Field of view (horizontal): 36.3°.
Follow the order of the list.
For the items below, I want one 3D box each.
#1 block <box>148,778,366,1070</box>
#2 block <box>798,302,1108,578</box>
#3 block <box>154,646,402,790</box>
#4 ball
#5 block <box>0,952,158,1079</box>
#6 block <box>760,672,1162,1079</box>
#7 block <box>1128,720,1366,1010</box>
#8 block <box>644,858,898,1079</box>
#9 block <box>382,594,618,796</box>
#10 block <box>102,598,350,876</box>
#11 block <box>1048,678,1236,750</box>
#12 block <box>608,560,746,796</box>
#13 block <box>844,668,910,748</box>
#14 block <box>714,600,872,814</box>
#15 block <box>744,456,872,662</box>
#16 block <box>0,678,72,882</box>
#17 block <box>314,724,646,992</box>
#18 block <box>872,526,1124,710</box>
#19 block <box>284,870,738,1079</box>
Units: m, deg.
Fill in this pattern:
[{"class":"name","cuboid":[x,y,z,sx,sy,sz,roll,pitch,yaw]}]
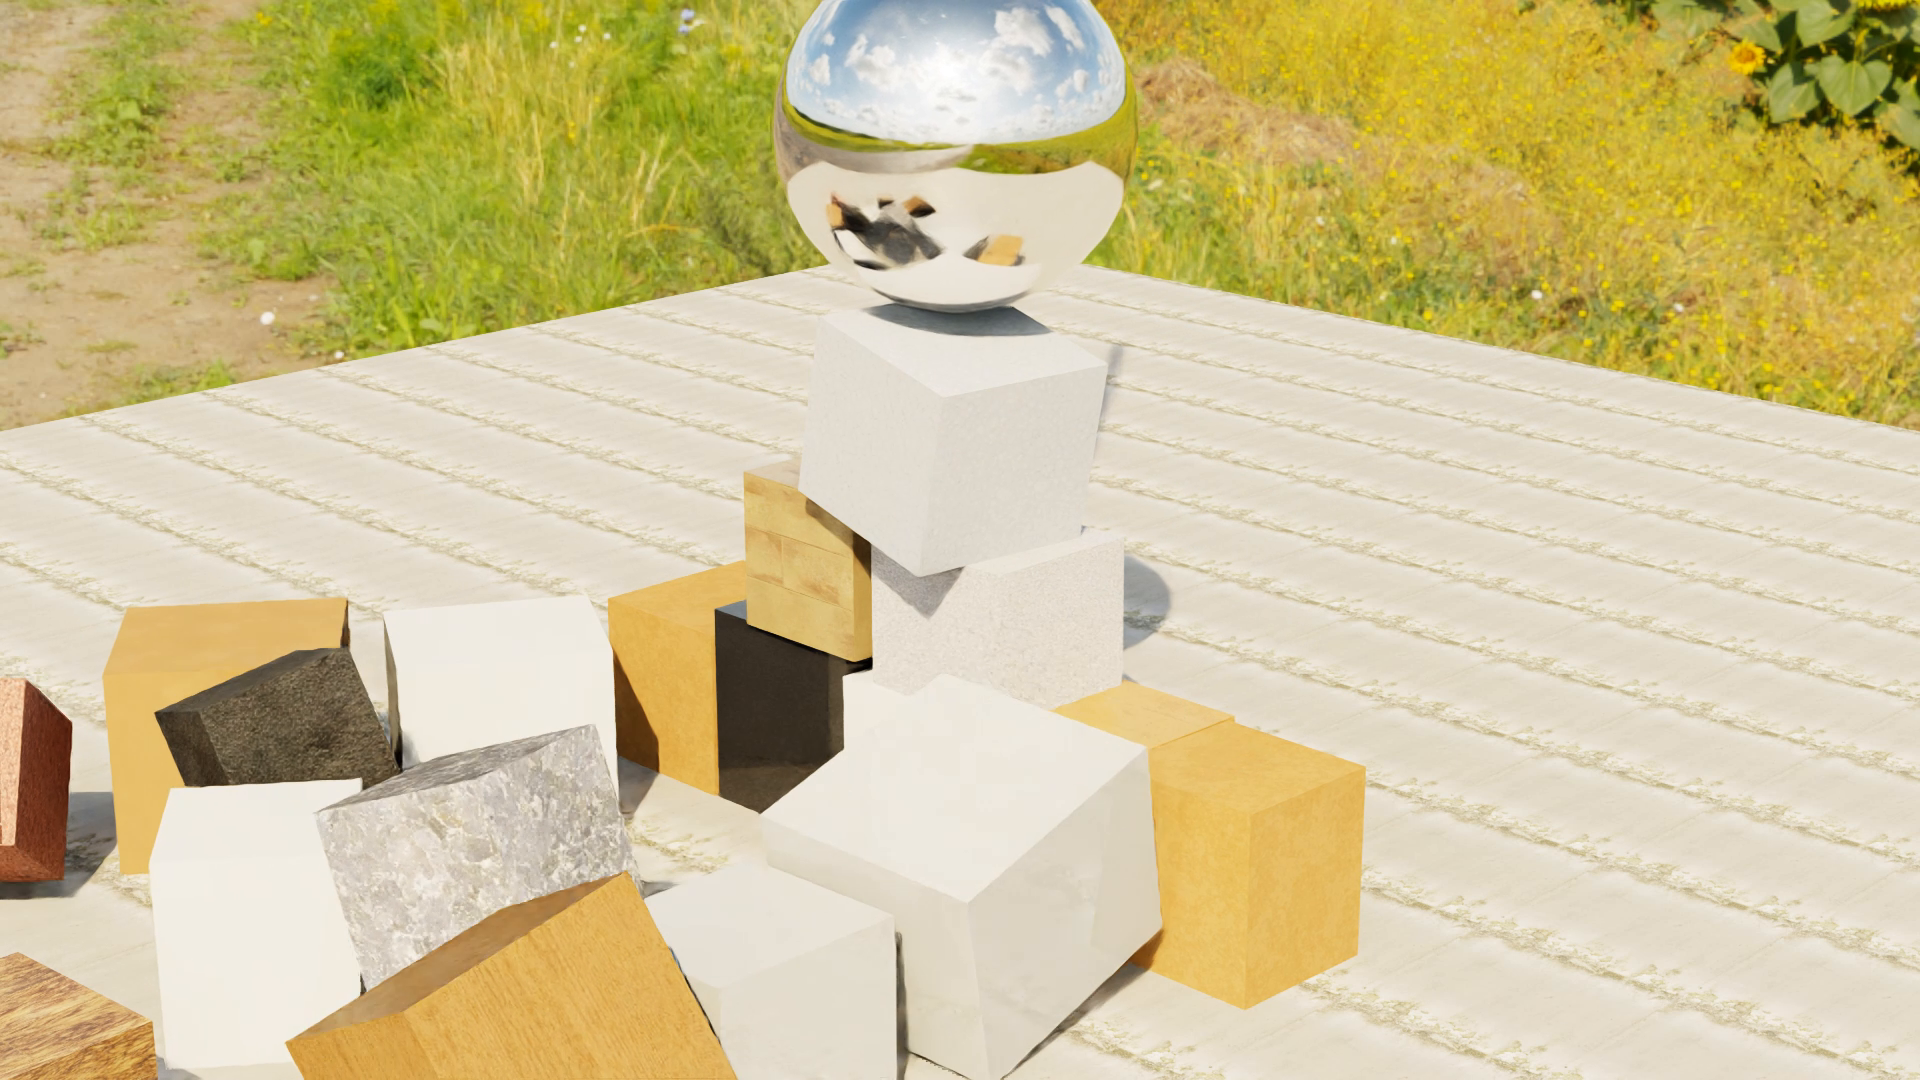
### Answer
[{"class":"block","cuboid":[-2.819,1.550,11.924,0.773,0.892,0.771,-2,18,-8]},{"class":"block","cuboid":[-0.041,-0.494,12.951,0.914,0.852,0.898,-13,34,-37]},{"class":"block","cuboid":[-2.952,0.962,12.789,0.688,0.765,0.860,-25,8,-27]},{"class":"ball","cuboid":[-0.018,-1.790,12.760,1.600,1.600,1.600,0,17,0]},{"class":"block","cuboid":[-3.433,2.070,10.479,0.860,0.768,0.768,15,23,39]},{"class":"block","cuboid":[0.024,1.354,11.935,1.061,0.924,1.163,18,39,35]},{"class":"block","cuboid":[1.179,1.371,12.525,0.753,0.874,0.764,-16,24,-42]},{"class":"block","cuboid":[-0.853,1.814,11.262,0.824,0.765,0.894,15,22,42]},{"class":"block","cuboid":[-2.190,0.879,13.965,0.985,0.950,0.830,-5,18,-14]},{"class":"block","cuboid":[-3.410,0.907,13.833,1.034,0.974,0.960,-3,18,-8]},{"class":"block","cuboid":[0.639,1.203,13.055,0.855,0.877,0.773,-17,24,-42]},{"class":"block","cuboid":[-1.164,0.678,14.801,0.891,0.831,0.795,-17,24,-42]},{"class":"block","cuboid":[0.071,1.036,13.593,0.823,0.873,0.889,17,24,42]},{"class":"block","cuboid":[-0.568,0.805,14.164,0.926,0.970,0.802,17,24,42]},{"class":"block","cuboid":[-0.477,0.040,13.730,0.748,0.749,0.748,-17,24,-42]},{"class":"block","cuboid":[-4.534,1.085,13.073,0.894,0.741,0.850,-1,-17,-3]},{"class":"block","cuboid":[-1.863,1.281,11.520,0.801,0.814,0.828,-13,5,27]},{"class":"block","cuboid":[0.169,0.320,13.238,0.793,0.701,0.810,-16,24,-42]},{"class":"block","cuboid":[-1.558,1.834,10.225,0.985,0.868,0.938,-31,5,-39]}]
